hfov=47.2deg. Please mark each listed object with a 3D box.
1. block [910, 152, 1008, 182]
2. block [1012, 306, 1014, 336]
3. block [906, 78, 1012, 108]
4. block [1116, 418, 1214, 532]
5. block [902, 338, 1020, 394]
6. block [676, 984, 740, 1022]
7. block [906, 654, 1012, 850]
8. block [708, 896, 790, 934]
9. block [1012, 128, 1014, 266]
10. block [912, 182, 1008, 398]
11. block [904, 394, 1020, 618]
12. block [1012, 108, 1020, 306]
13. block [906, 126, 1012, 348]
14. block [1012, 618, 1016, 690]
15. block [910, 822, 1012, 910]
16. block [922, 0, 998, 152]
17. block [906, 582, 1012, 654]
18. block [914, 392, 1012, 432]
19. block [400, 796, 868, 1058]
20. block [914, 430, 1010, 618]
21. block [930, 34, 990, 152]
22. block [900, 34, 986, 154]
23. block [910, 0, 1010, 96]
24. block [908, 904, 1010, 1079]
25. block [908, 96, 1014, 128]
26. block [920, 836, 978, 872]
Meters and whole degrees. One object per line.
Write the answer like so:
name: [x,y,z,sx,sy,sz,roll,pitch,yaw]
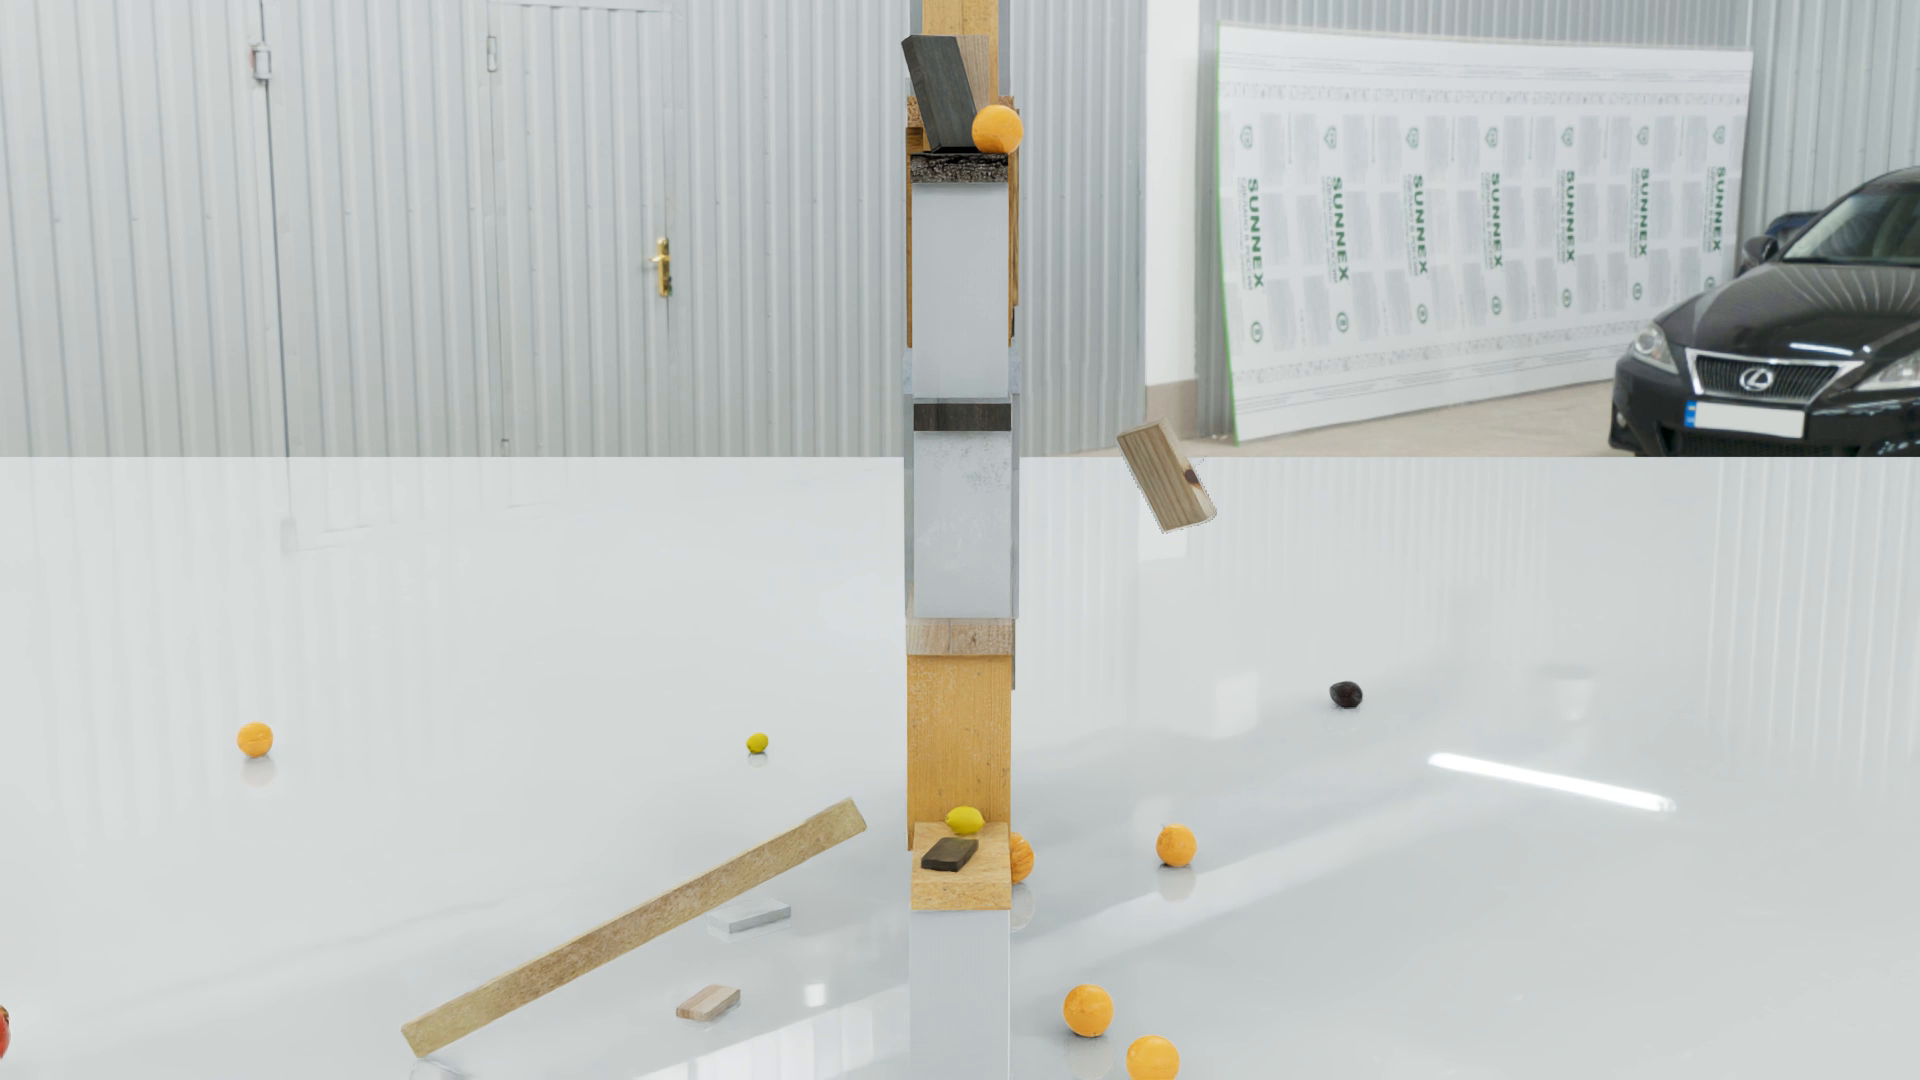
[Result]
block: [-0.001,-0.526,3.102,0.132,0.037,0.265,0,10,0]
block: [0.011,-0.420,4.109,0.173,0.049,0.346,0,10,0]
block: [0.000,-0.778,3.838,0.176,0.050,0.353,0,11,1]
block: [0.314,-0.100,3.363,0.085,0.169,0.024,-16,19,40]
block: [0.003,-0.273,3.426,0.175,0.049,0.349,0,11,0]
block: [-0.365,0.672,3.192,0.050,0.014,0.099,4,11,22]
block: [-0.002,0.292,3.110,0.146,0.292,0.041,-1,11,-3]
block: [-0.340,0.604,3.545,0.121,0.017,0.060,-9,14,-40]
block: [0.002,-0.556,3.757,0.176,0.356,0.050,0,11,0]
block: [0.000,-0.346,3.045,0.132,0.295,0.037,0,11,0]
block: [0.003,-0.056,3.350,0.175,0.349,0.049,0,11,2]
block: [0.018,-0.603,3.995,0.176,0.353,0.050,0,10,1]
block: [-0.002,-0.473,3.440,0.162,0.339,0.046,-1,11,-4]
block: [0.003,-0.013,3.593,0.175,0.522,0.049,0,11,0]
block: [0.001,0.437,2.969,0.130,0.037,0.259,0,10,0]
block: [0.001,-0.720,3.225,0.110,0.303,0.031,0,1,-1]
block: [-0.001,0.111,3.173,0.146,0.041,0.292,0,11,0]
block: [0.003,-0.191,3.123,0.133,0.038,0.266,0,11,0]
block: [-0.446,0.533,3.029,0.690,0.050,0.014,-27,16,-3]
block: [0.003,-0.026,3.064,0.133,0.266,0.038,0,11,0]
block: [0.000,-0.647,3.187,0.085,0.169,0.024,0,-7,-1]
block: [-0.023,-0.635,3.136,0.085,0.169,0.024,-9,-9,-40]
block: [0.000,-0.864,3.412,0.155,0.346,0.044,0,12,1]
block: [0.000,0.600,2.903,0.130,0.259,0.037,1,12,5]
block: [0.003,-0.681,3.504,0.162,0.046,0.324,0,11,1]
block: [-0.013,0.419,2.929,0.049,0.014,0.099,3,11,17]
